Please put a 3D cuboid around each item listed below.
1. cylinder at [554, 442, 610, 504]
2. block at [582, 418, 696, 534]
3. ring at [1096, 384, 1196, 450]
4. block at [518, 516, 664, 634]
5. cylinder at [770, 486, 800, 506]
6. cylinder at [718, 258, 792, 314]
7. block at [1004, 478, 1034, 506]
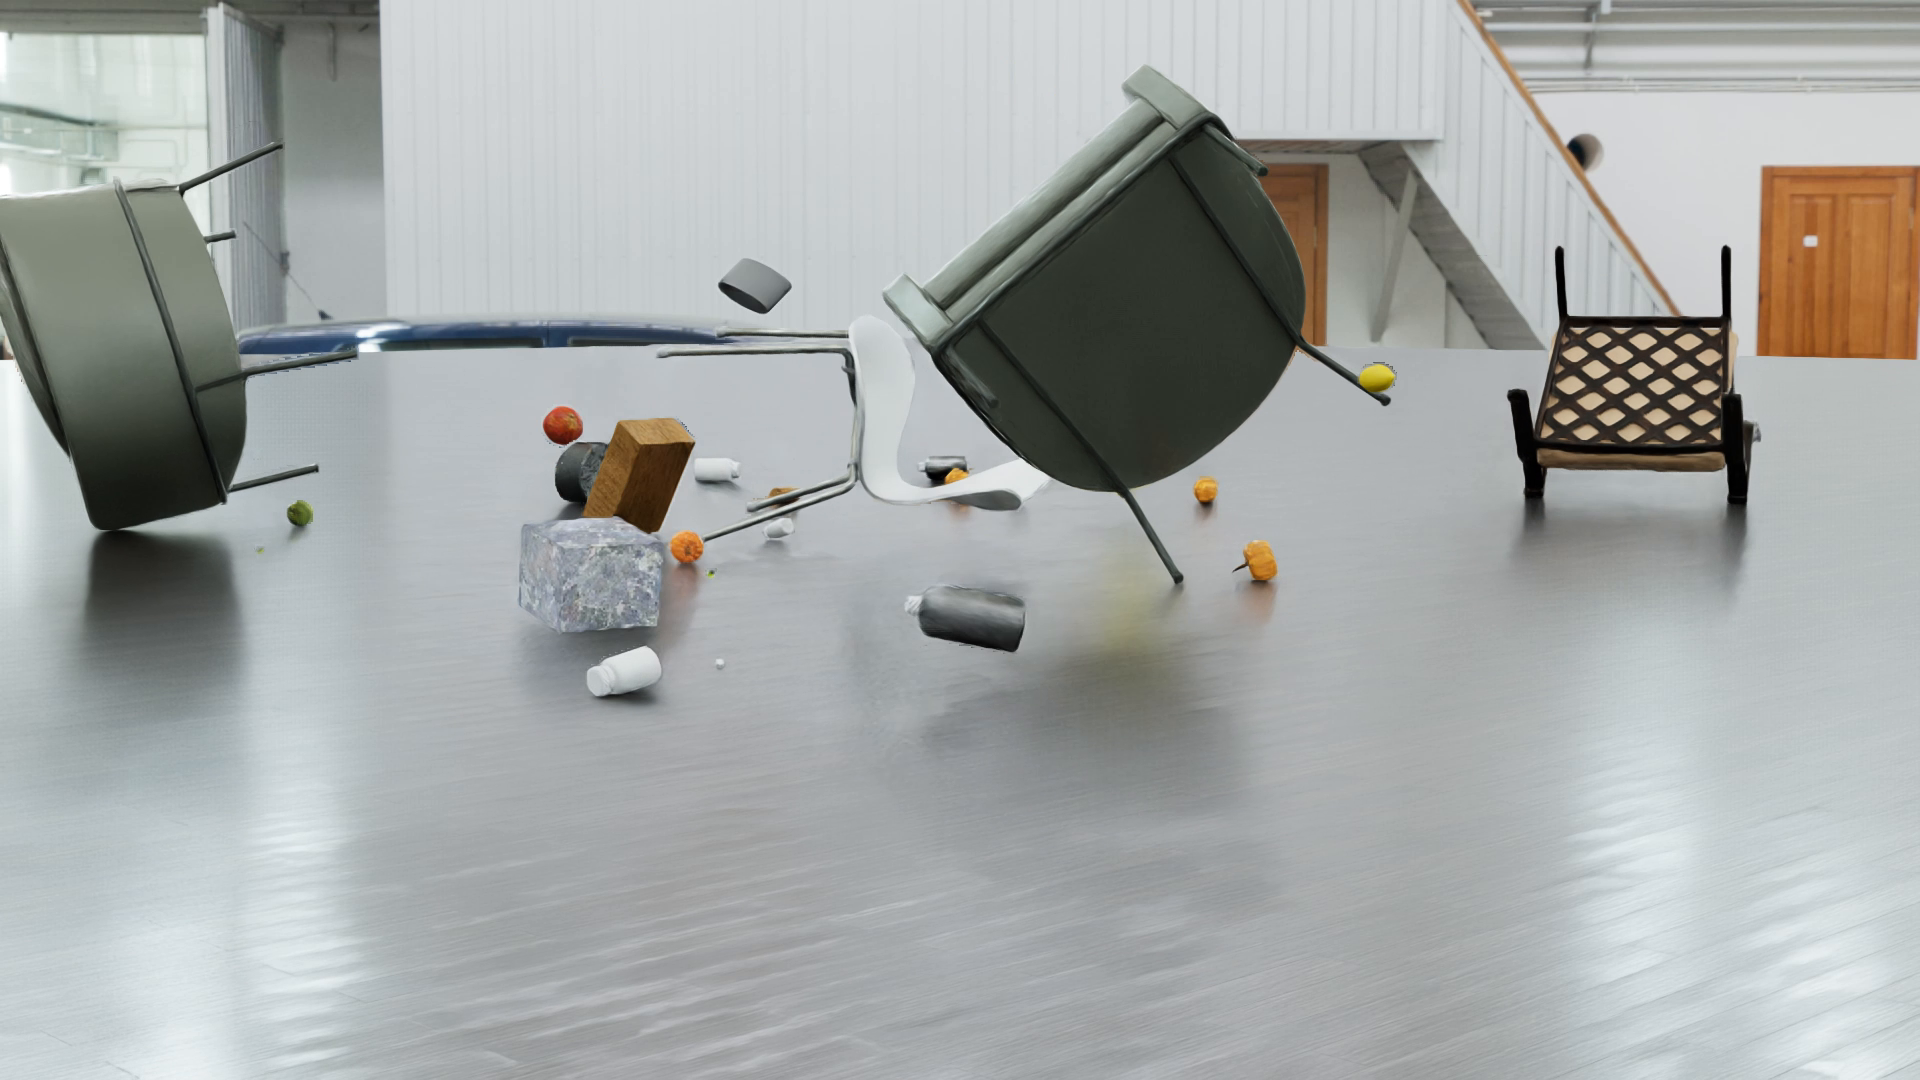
[{"bbox_3d":[-1.063,-0.195,7.438,0.123,0.168,0.200,5,40,43],"label":"cylinder"},{"bbox_3d":[-0.808,-0.157,6.453,0.175,0.284,0.104,-7,41,-46],"label":"block"},{"bbox_3d":[0.519,-0.343,7.154,0.235,0.105,0.405,-41,-20,31],"label":"ring"},{"bbox_3d":[-0.700,0.064,4.851,0.200,0.162,0.193,-4,17,-33],"label":"block"},{"bbox_3d":[-0.506,-0.127,7.389,0.055,0.051,0.086,-4,-4,-32],"label":"cylinder"},{"bbox_3d":[-0.478,-0.592,5.973,0.164,0.070,0.086,27,65,32],"label":"cylinder"},{"bbox_3d":[0.169,-0.139,7.368,0.059,0.059,0.037,29,11,7],"label":"block"}]
